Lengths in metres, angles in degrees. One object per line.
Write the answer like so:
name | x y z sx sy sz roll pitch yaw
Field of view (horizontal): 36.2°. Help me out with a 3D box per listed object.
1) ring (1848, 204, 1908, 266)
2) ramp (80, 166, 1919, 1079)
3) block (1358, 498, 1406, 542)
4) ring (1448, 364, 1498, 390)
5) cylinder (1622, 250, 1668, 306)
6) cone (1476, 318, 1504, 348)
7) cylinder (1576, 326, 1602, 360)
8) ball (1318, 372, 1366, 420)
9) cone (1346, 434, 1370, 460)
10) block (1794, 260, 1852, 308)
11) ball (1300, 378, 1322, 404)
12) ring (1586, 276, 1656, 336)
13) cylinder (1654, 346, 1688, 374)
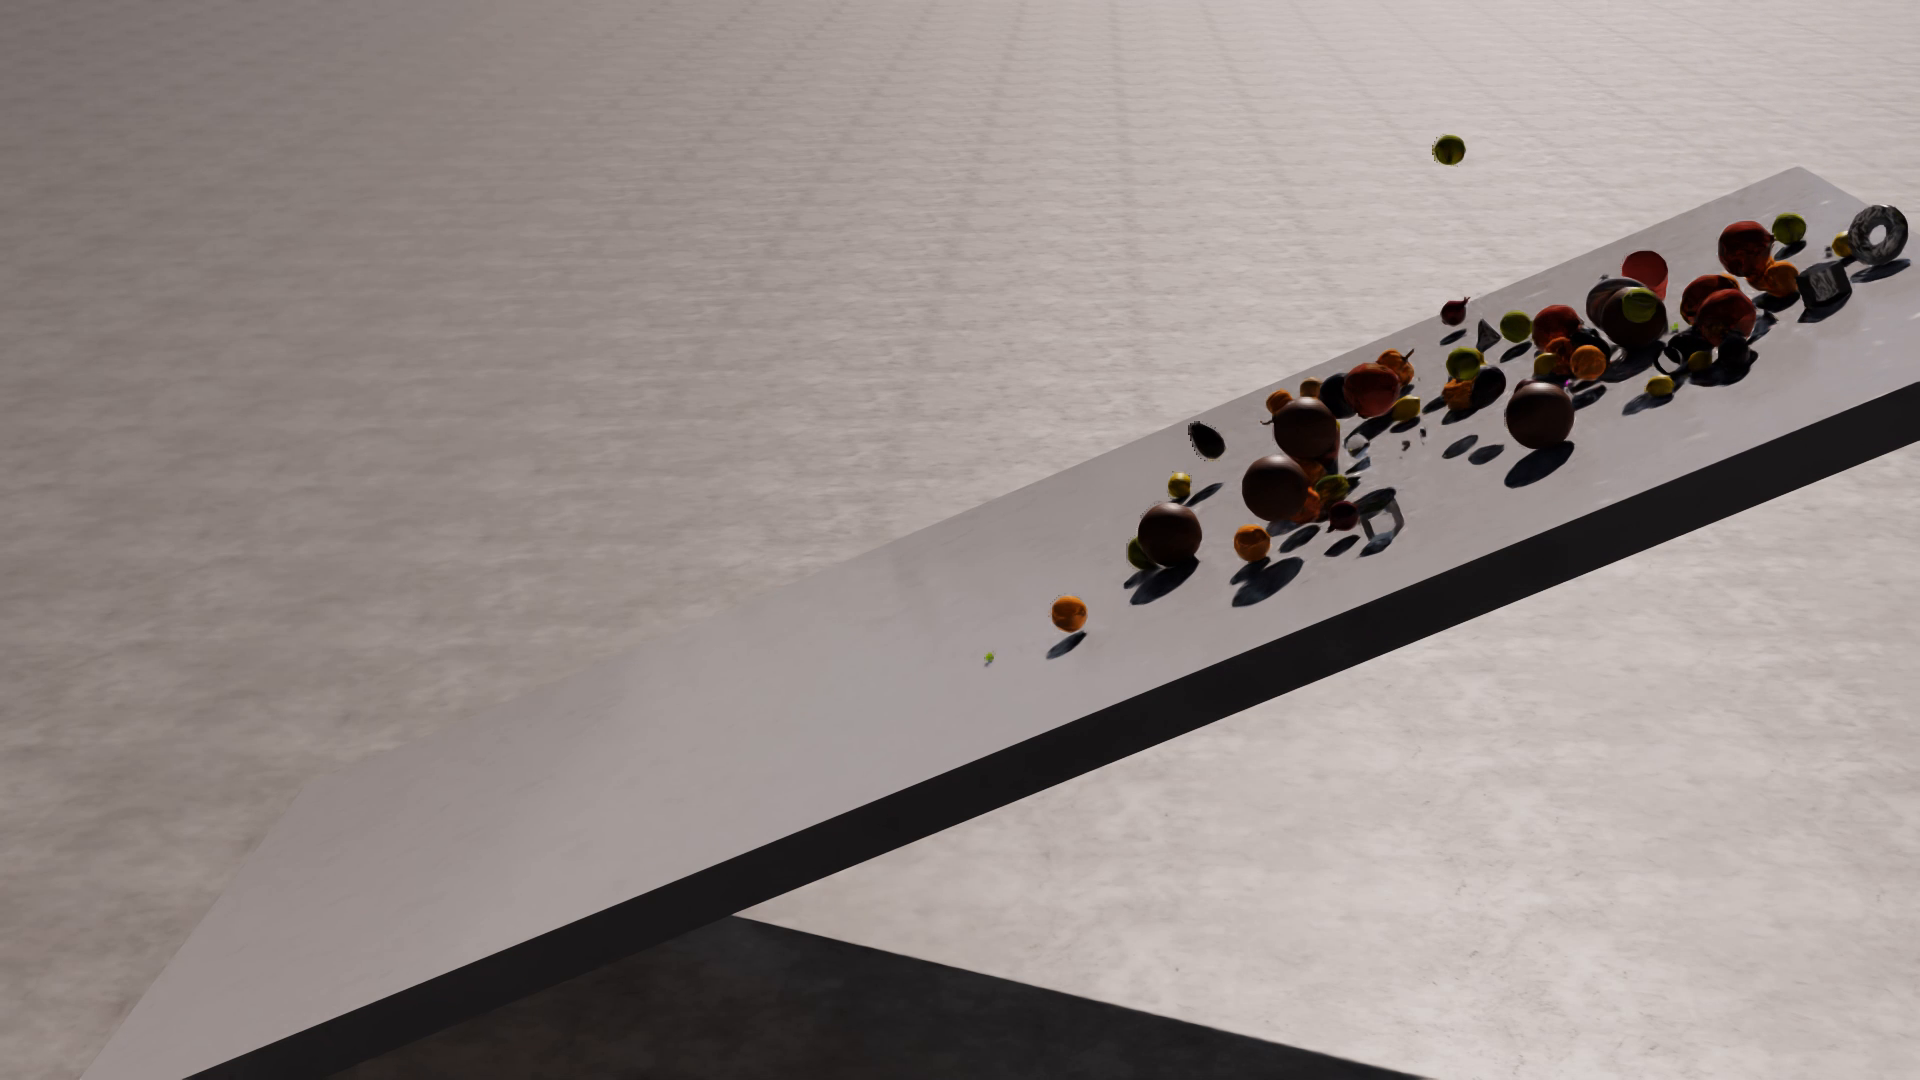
ring | 1.828 -0.607 5.857 0.042 0.126 0.126 19 -2 -43
ramp | 0.131 0.171 6.285 4.000 0.100 2.000 -22 13 8
block | 0.797 -0.039 5.553 0.056 0.056 0.056 -15 15 35
ring | 1.094 -0.348 6.271 0.109 0.036 0.109 -14 -4 -1
cylinder | 1.441 -0.548 6.190 0.093 0.093 0.093 4 -20 15
cone | 1.179 -0.473 6.606 0.063 0.063 0.063 -23 13 5
cylinder | 1.310 -0.410 6.126 0.053 0.053 0.053 3 25 13
ball | 0.793 -0.299 6.107 0.096 0.096 0.096 0 15 0
cone | 0.839 -0.196 6.102 0.054 0.054 0.054 -5 -1 -19
block | 1.692 -0.501 5.765 0.066 0.066 0.066 -30 14 -23
ball | 0.811 -0.345 6.767 0.060 0.060 0.060 0 15 0
ring | 1.373 -0.485 6.112 0.145 0.145 0.048 4 44 16
cylinder | 1.381 -0.350 5.711 0.054 0.054 0.054 8 11 29
